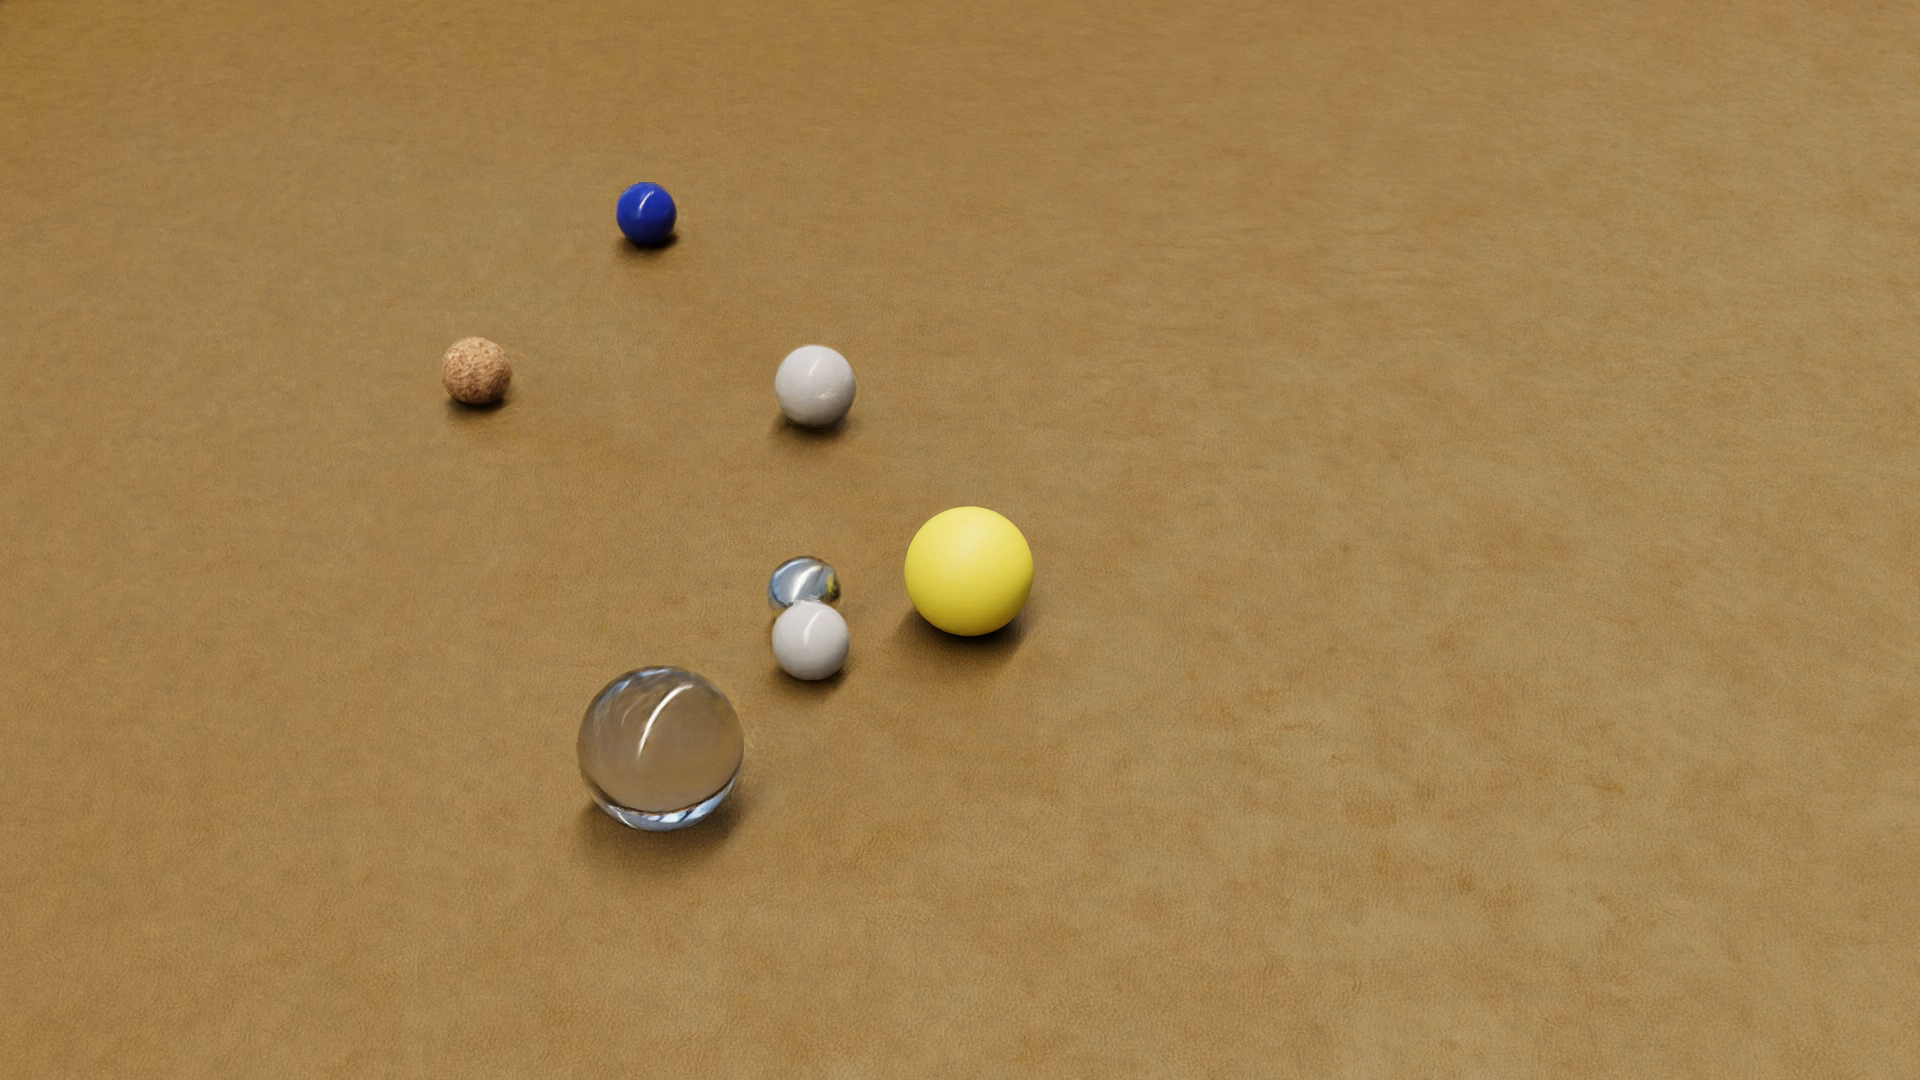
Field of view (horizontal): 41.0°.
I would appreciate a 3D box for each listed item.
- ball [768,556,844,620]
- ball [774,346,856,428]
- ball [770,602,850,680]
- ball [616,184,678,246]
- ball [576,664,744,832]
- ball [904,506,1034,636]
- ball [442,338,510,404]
[{"bbox_3d":[-0.098,0.034,1.624,0.049,0.049,0.049,0,36,0],"label":"ball"},{"bbox_3d":[-0.102,-0.108,1.811,0.058,0.058,0.058,0,36,0],"label":"ball"},{"bbox_3d":[-0.092,0.062,1.585,0.049,0.049,0.049,0,36,0],"label":"ball"},{"bbox_3d":[-0.247,-0.257,2.023,0.048,0.048,0.048,0,36,0],"label":"ball"},{"bbox_3d":[-0.172,0.119,1.467,0.096,0.096,0.096,0,36,0],"label":"ball"},{"bbox_3d":[0.006,0.020,1.615,0.082,0.082,0.082,0,36,0],"label":"ball"},{"bbox_3d":[-0.346,-0.121,1.837,0.048,0.048,0.048,0,36,0],"label":"ball"}]
